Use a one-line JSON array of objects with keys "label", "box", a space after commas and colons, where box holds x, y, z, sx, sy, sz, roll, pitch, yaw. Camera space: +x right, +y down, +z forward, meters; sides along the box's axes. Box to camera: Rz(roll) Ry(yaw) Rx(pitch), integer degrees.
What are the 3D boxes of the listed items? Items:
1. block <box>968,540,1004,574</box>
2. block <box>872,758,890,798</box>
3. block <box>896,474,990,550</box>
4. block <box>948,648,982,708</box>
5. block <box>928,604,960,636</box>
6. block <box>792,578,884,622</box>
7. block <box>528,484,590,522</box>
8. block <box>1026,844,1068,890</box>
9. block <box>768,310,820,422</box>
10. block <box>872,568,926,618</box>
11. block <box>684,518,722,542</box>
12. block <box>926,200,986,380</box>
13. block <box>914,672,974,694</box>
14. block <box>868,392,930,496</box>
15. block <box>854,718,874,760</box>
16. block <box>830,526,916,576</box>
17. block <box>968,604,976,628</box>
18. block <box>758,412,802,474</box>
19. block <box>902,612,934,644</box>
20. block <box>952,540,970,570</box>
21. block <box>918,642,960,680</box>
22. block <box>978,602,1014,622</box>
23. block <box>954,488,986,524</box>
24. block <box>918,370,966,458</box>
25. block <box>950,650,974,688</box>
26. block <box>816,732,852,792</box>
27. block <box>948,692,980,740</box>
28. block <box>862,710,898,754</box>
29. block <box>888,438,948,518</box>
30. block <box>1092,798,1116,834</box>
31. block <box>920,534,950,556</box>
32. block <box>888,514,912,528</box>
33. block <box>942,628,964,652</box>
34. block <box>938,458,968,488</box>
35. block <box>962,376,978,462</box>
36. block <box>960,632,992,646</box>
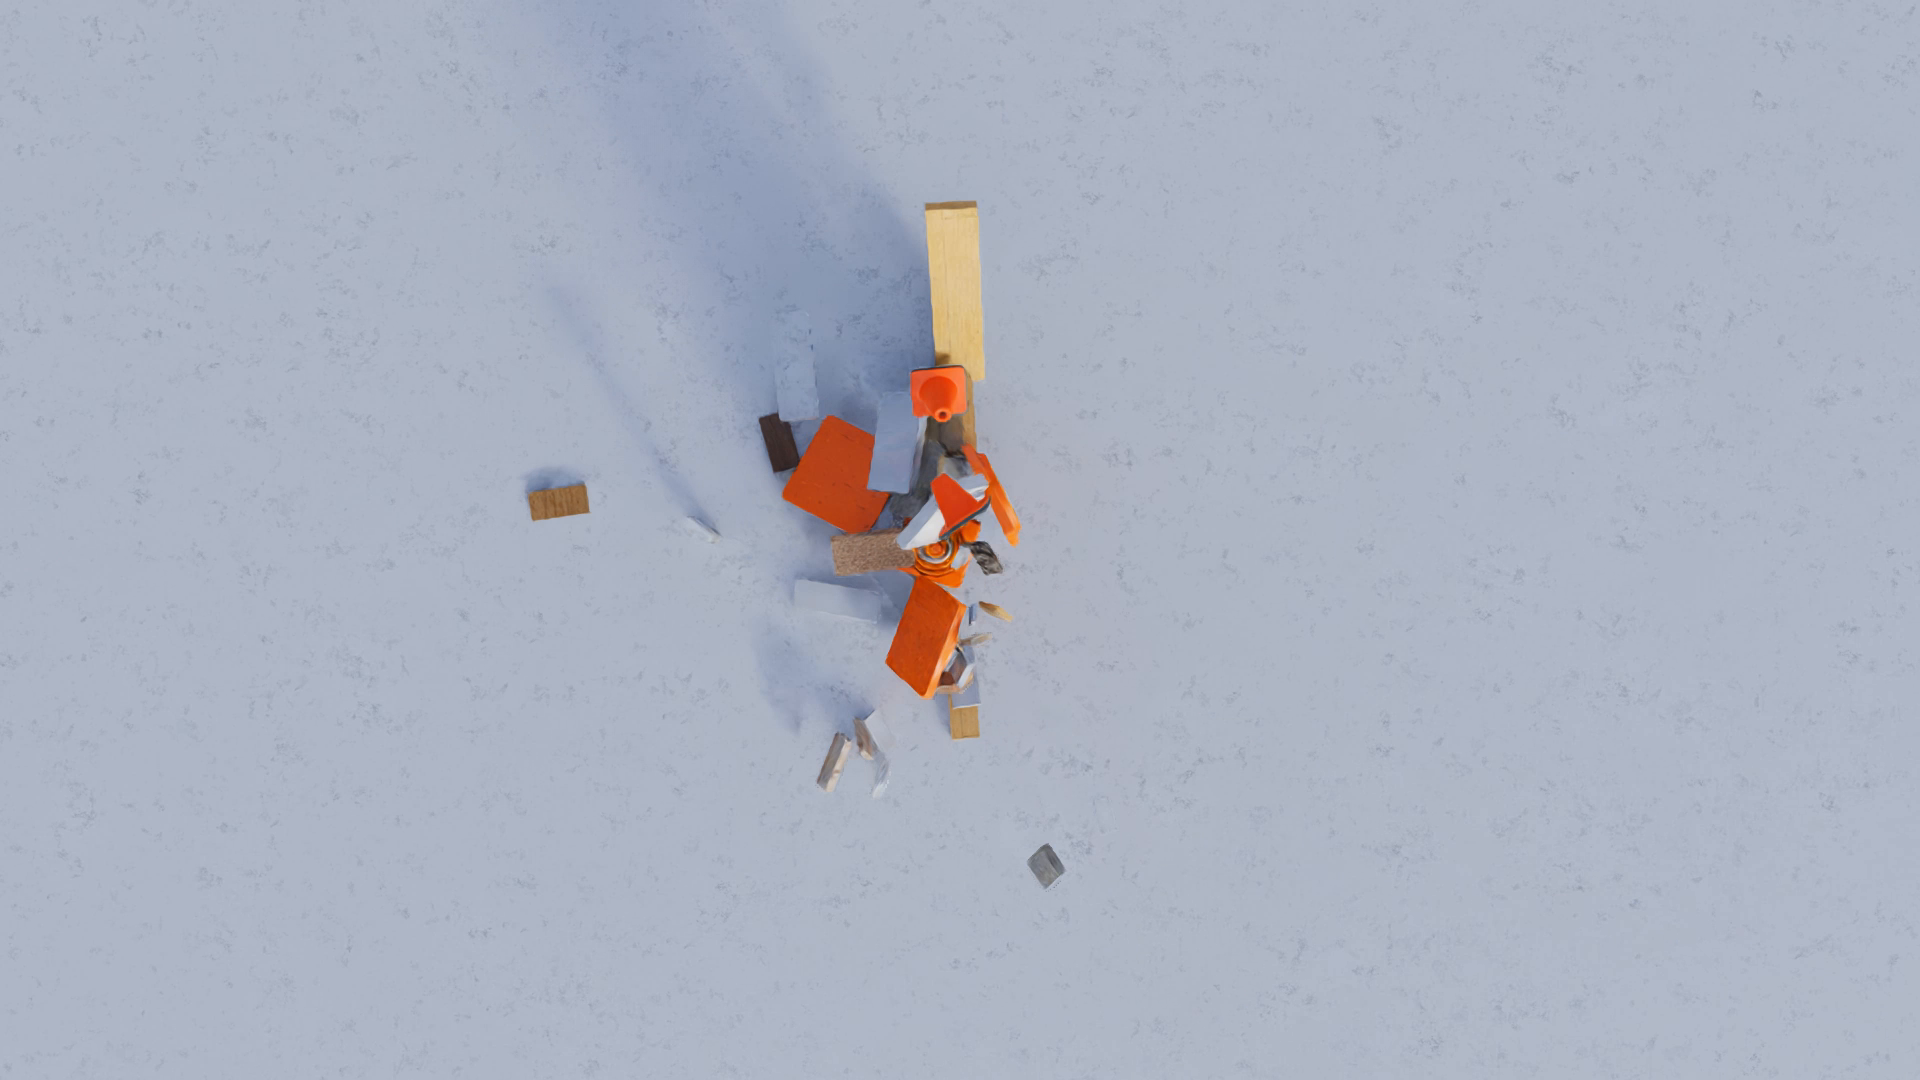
[{"label": "block", "box": [0.082, 0.057, 5.232, 0.063, 0.018, 0.127, -7, 131, 33]}, {"label": "block", "box": [-0.259, 0.782, 5.427, 0.018, 0.131, 0.065, 26, 120, -8]}, {"label": "block", "box": [-0.056, -0.086, 5.157, 0.160, 0.320, 0.045, -13, 65, -42]}, {"label": "block", "box": [0.011, 0.459, 5.462, 0.094, 0.027, 0.188, -8, 74, 0]}, {"label": "block", "box": [-0.054, 0.266, 5.493, 0.102, 0.014, 0.051, -39, 90, 0]}, {"label": "block", "box": [-0.405, 0.200, 5.487, 0.292, 0.027, 0.095, 10, 90, 0]}, {"label": "block", "box": [-1.334, -0.124, 5.487, 0.189, 0.027, 0.095, -9, 90, 0]}, {"label": "block", "box": [0.243, 0.921, 4.651, 0.027, 0.188, 0.094, -29, 75, -21]}, {"label": "block", "box": [-0.550, -0.577, 5.467, 0.130, 0.037, 0.360, -7, 86, -2]}, {"label": "block", "box": [-0.206, 0.151, 5.486, 0.096, 0.027, 0.192, -36, 90, 0]}, {"label": "block", "box": [-0.828, -0.031, 5.319, 0.089, 0.359, 0.025, 37, 87, -2]}, {"label": "block", "box": [-0.012, -0.784, 5.278, 0.160, 0.045, 0.638, -3, 130, 0]}, {"label": "block", "box": [-0.053, 0.463, 5.385, 0.178, 0.089, 0.025, -6, 112, 36]}, {"label": "block", "box": [-0.197, -0.311, 5.330, 0.160, 0.045, 0.320, 8, 87, 32]}, {"label": "block", "box": [-0.318, 0.654, 5.429, 0.018, 0.065, 0.131, -26, 53, 16]}, {"label": "block", "box": [-0.281, 0.036, 5.338, 0.260, 0.037, 0.130, -8, 119, -2]}, {"label": "block", "box": [0.040, 0.244, 5.302, 0.015, 0.109, 0.054, 1, 75, -5]}, {"label": "block", "box": [-0.598, -0.326, 5.486, 0.095, 0.027, 0.189, -16, 90, 0]}, {"label": "block", "box": [-0.142, 0.292, 5.493, 0.102, 0.014, 0.051, 43, 90, 0]}, {"label": "block", "box": [0.010, 0.048, 5.299, 0.022, 0.152, 0.076, 26, 100, 7]}, {"label": "block", "box": [-0.065, 0.412, 5.454, 0.054, 0.015, 0.177, 44, 116, 0]}, {"label": "block", "box": [0.112, 0.228, 5.269, 0.063, 0.127, 0.018, 38, 78, -26]}, {"label": "block", "box": [0.029, -0.103, 5.137, 0.076, 0.152, 0.022, -23, 70, -21]}, {"label": "block", "box": [-0.060, -0.407, 5.381, 0.140, 0.040, 0.279, -3, 87, 7]}, {"label": "block", "box": [0.003, 0.411, 5.268, 0.022, 0.195, 0.076, 26, 95, -11]}, {"label": "block", "box": [-0.411, 0.727, 5.402, 0.025, 0.089, 0.178, 21, 93, -27]}, {"label": "block", "box": [0.012, 0.565, 5.487, 0.094, 0.027, 0.188, -4, 90, 0]}, {"label": "block", "box": [-0.267, 0.636, 5.465, 0.065, 0.018, 0.131, -39, 98, -37]}, {"label": "block", "box": [-0.135, -0.199, 5.345, 0.130, 0.037, 0.260, 18, 96, 24]}, {"label": "block", "box": [0.481, 0.917, 5.492, 0.054, 0.015, 0.109, -13, 90, 0]}, {"label": "block", "box": [-0.094, -0.044, 5.452, 0.096, 0.027, 0.192, -5, 103, 19]}, {"label": "block", "box": [-0.168, -0.079, 5.438, 0.096, 0.027, 0.192, 25, 111, 11]}, {"label": "block", "box": [-0.025, 0.335, 5.434, 0.051, 0.014, 0.102, -10, 126, 8]}, {"label": "block", "box": [-0.049, -0.214, 5.446, 0.140, 0.040, 0.279, -9, 101, 6]}, {"label": "block", "box": [-0.021, -0.396, 5.457, 0.140, 0.040, 0.279, -4, 100, 0]}, {"label": "block", "box": [0.049, 0.311, 5.146, 0.063, 0.127, 0.018, -9, 92, 20]}]
